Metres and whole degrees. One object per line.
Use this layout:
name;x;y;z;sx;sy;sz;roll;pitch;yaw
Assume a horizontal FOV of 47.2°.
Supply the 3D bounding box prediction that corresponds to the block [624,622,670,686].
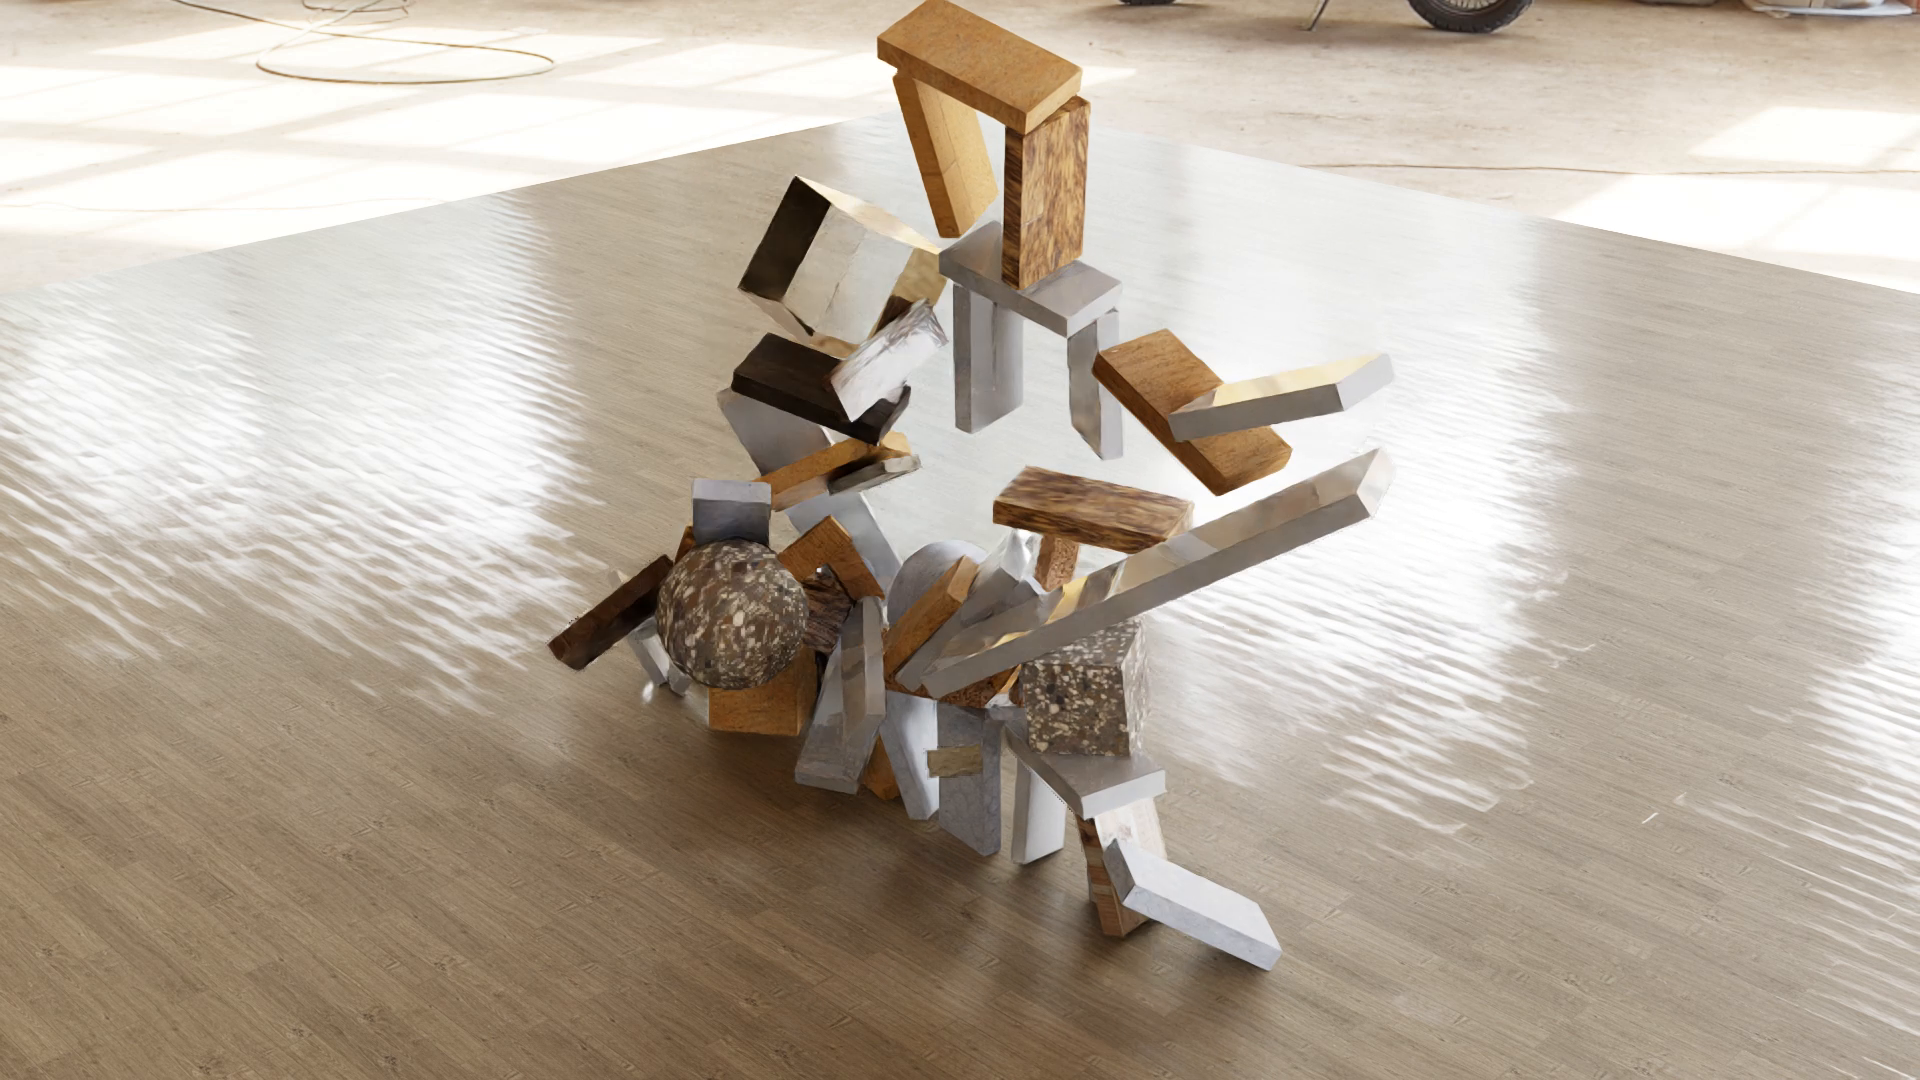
block;-0.727;0.221;4.986;0.029;0.208;0.104;-26;22;7

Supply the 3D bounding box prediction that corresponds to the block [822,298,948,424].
block;-0.135;-0.327;3.999;0.026;0.092;0.282;1;35;47

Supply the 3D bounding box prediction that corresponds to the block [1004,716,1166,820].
block;0.221;0.389;3.958;0.162;0.046;0.323;-16;25;-19

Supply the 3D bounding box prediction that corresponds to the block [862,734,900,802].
block;-0.176;0.447;4.611;0.132;0.037;0.264;-26;36;-26

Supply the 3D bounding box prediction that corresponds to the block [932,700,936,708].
block;-0.084;0.326;4.631;0.114;0.032;0.228;21;50;-38

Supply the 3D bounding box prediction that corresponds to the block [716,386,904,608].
block;-0.285;-0.086;4.535;0.153;0.717;0.043;-24;47;4

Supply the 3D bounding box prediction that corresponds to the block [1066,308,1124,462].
block;0.255;-0.324;4.183;0.044;0.312;0.156;-15;35;-15

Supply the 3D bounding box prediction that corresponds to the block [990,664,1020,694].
block;0.095;0.227;4.189;0.019;0.135;0.067;-4;53;-33

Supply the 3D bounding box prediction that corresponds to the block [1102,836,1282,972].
block;0.417;0.654;3.953;0.323;0.046;0.162;27;16;-19

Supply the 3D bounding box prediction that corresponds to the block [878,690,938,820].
block;-0.094;0.397;4.430;0.042;0.297;0.148;-6;22;31

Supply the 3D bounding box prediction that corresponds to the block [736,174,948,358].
block;-0.214;-0.500;4.158;0.245;0.245;0.245;13;21;-47

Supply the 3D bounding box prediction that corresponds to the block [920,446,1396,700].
block;0.319;0.068;3.778;0.932;0.047;0.166;-25;15;35

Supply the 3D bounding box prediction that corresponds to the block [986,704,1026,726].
block;0.148;0.341;4.167;0.191;0.014;0.050;5;29;17

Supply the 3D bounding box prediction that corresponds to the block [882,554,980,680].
block;-0.070;0.150;4.232;0.037;0.262;0.131;38;35;-9

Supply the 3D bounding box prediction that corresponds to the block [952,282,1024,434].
block;0.056;-0.374;4.236;0.044;0.312;0.156;25;42;34

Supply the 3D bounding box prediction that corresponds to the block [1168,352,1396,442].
block;0.518;-0.231;3.560;0.333;0.047;0.166;-9;15;44

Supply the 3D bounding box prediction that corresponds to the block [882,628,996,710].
block;-0.060;0.252;4.336;0.297;0.042;0.148;10;30;24

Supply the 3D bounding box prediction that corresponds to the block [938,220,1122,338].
block;0.128;-0.485;4.060;0.312;0.044;0.156;30;49;30

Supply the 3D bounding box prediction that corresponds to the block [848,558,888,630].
block;-0.203;0.153;4.565;0.032;0.114;0.228;12;34;-22

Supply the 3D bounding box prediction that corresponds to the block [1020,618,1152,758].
block;0.230;0.262;3.959;0.183;0.183;0.183;1;25;18

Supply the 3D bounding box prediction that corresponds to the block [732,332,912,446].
block;-0.264;-0.289;4.195;0.306;0.043;0.153;21;41;10

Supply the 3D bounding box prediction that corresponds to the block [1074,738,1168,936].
block;0.298;0.546;4.052;0.046;0.323;0.162;-1;19;46

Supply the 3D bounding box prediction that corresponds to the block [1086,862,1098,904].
block;0.291;0.552;4.145;0.121;0.243;0.034;-19;22;-38

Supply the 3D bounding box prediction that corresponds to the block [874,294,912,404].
block;-0.123;-0.355;4.094;0.092;0.184;0.026;23;0;-41

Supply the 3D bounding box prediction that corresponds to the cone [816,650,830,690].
cone;-0.334;0.276;4.977;0.231;0.231;0.231;-15;54;-31

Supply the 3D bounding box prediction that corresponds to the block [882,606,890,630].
block;-0.169;0.144;4.878;0.114;0.032;0.262;-4;22;-22

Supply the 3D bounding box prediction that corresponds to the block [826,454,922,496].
block;-0.168;-0.125;4.285;0.092;0.026;0.184;-10;-6;-42

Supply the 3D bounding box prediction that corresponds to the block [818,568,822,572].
block;-0.303;0.107;4.987;0.117;0.033;0.234;27;24;-26

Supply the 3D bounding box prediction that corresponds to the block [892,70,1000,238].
block;-0.024;-0.736;4.023;0.046;0.326;0.163;4;39;31

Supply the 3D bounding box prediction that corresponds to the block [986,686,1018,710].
block;0.021;0.267;4.874;0.201;0.201;0.201;-8;24;-19

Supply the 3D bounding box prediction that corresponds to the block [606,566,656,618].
block;-0.703;0.147;4.966;0.208;0.029;0.104;39;4;-29

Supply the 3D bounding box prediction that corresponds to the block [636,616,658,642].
block;-0.612;0.170;4.449;0.065;0.018;0.130;-24;9;6

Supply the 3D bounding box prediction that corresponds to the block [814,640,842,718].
block;-0.225;0.307;4.722;0.132;0.037;0.264;6;41;5

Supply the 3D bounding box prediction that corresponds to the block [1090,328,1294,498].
block;0.394;-0.222;3.755;0.167;0.047;0.333;-22;57;-35

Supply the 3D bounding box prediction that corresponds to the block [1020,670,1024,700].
block;0.122;0.238;4.062;0.014;0.100;0.050;5;20;11

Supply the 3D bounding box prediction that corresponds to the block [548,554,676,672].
block;-0.680;0.148;4.408;0.292;0.041;0.146;-38;-13;-3

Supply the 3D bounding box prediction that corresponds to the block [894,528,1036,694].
block;0.010;0.132;4.196;0.048;0.338;0.169;38;30;-7

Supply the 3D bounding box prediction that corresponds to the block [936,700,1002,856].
block;0.018;0.454;4.308;0.042;0.297;0.148;-17;28;-33

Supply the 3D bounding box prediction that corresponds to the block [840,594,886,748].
block;-0.188;0.252;4.225;0.037;0.131;0.262;10;54;-19

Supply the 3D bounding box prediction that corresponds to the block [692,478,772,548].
block;-0.445;-0.038;4.297;0.146;0.292;0.041;4;68;-5

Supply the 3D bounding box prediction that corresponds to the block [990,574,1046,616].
block;0.114;0.125;4.066;0.019;0.135;0.068;-33;81;-42

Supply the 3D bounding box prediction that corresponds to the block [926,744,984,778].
block;-0.009;0.407;4.043;0.100;0.050;0.014;-5;-9;-11

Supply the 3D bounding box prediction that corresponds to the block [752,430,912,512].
block;-0.261;-0.137;4.317;0.306;0.043;0.153;-23;-10;16

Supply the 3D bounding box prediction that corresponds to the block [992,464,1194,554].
block;0.250;-0.052;4.112;0.338;0.048;0.169;13;30;19

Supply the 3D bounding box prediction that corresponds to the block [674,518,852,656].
block;-0.405;0.096;4.500;0.370;0.146;0.041;23;23;3

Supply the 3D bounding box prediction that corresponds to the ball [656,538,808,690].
ball;-0.445;0.145;4.298;0.297;0.297;0.297;0;23;0

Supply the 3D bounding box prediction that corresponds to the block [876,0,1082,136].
block;0.033;-0.831;3.834;0.326;0.046;0.163;31;55;22

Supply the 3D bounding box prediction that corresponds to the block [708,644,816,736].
block;-0.433;0.291;4.826;0.195;0.195;0.195;4;23;8

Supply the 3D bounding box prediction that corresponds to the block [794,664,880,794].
block;-0.237;0.392;4.571;0.131;0.037;0.300;10;46;10

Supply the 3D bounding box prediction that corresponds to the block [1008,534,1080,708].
block;0.170;0.128;4.299;0.048;0.400;0.169;12;0;-7

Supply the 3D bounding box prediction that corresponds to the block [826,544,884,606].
block;-0.223;0.064;4.468;0.065;0.018;0.217;-15;37;-17

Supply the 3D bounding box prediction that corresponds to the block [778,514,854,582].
block;-0.269;0.016;4.080;0.130;0.065;0.018;-37;20;12

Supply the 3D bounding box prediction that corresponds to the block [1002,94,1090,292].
block;0.151;-0.617;3.910;0.163;0.326;0.046;-33;53;-30

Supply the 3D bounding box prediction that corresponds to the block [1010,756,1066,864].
block;0.158;0.495;4.263;0.034;0.243;0.122;15;19;38

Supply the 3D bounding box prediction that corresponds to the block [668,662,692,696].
block;-0.592;0.238;4.952;0.029;0.208;0.104;26;14;-21

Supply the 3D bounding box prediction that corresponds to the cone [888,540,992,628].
cone;0.048;0.149;4.418;0.290;0.290;0.290;-13;8;-27
